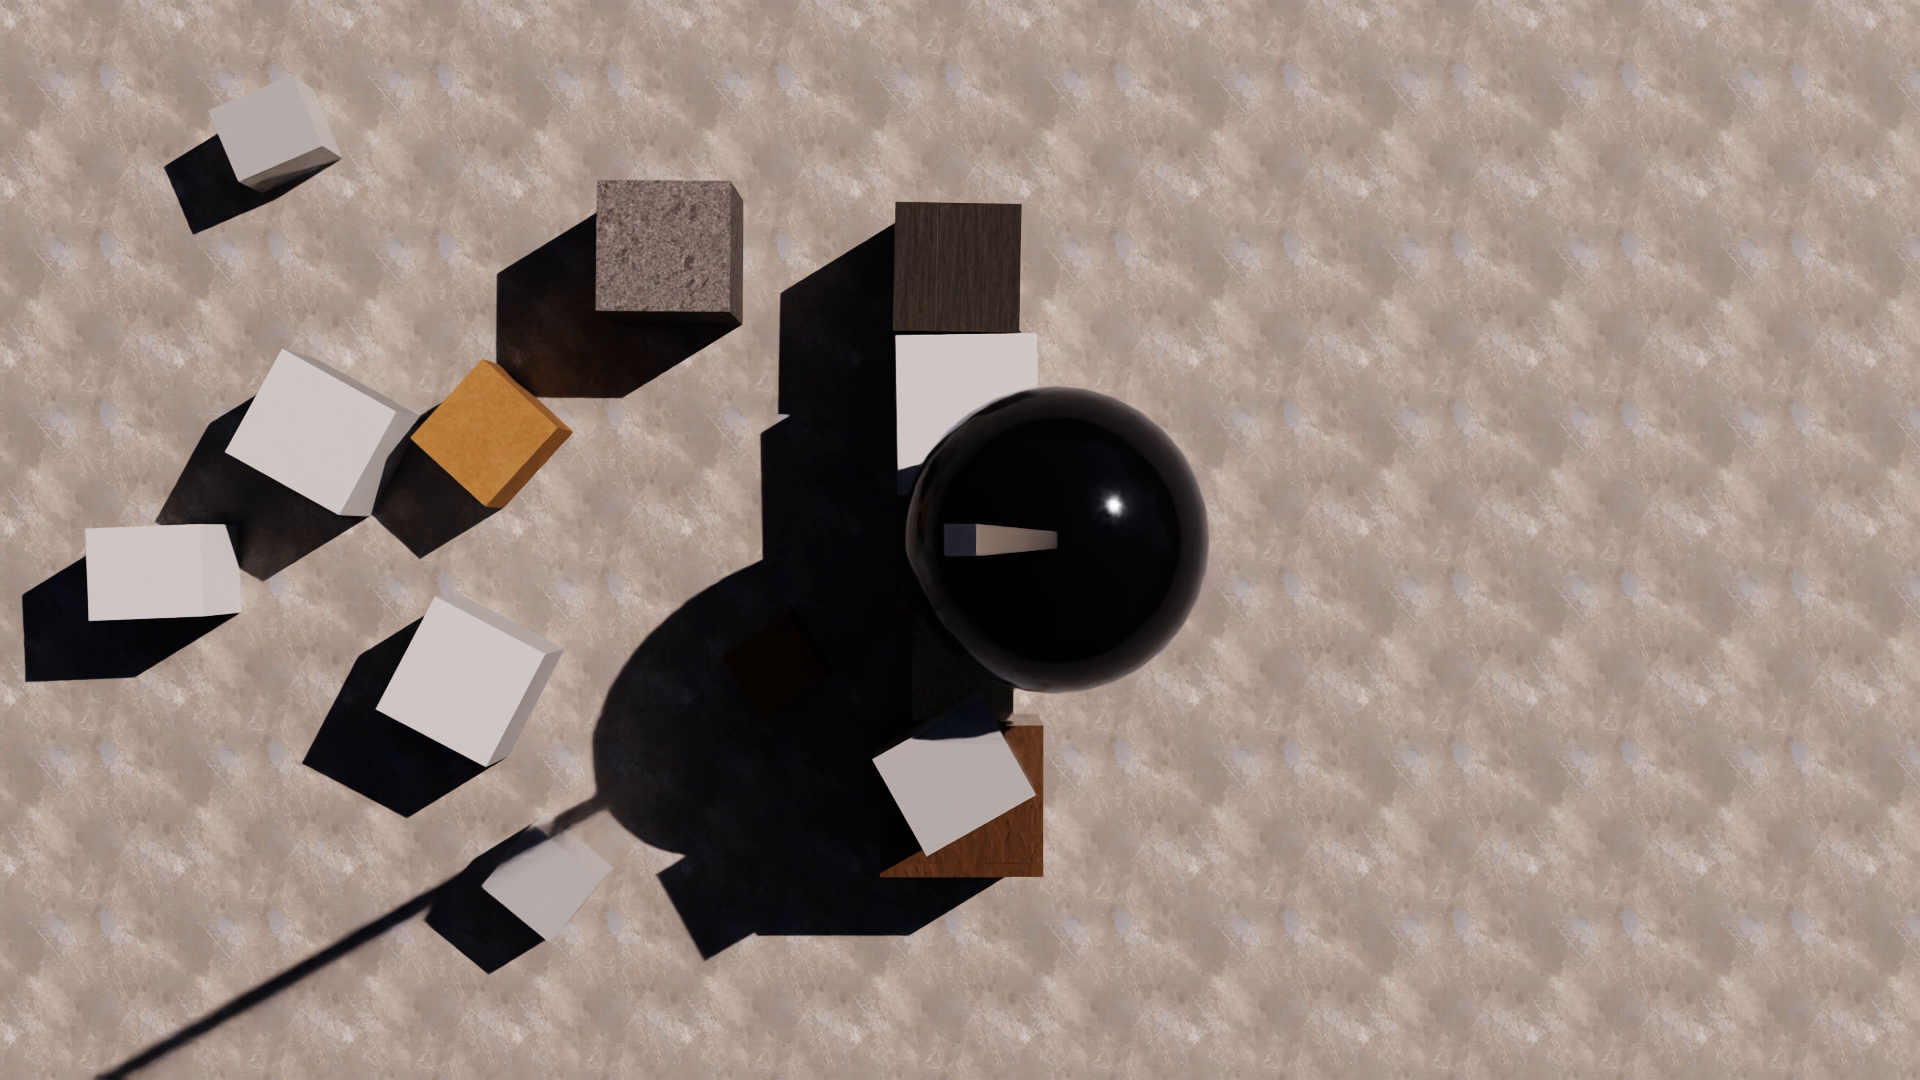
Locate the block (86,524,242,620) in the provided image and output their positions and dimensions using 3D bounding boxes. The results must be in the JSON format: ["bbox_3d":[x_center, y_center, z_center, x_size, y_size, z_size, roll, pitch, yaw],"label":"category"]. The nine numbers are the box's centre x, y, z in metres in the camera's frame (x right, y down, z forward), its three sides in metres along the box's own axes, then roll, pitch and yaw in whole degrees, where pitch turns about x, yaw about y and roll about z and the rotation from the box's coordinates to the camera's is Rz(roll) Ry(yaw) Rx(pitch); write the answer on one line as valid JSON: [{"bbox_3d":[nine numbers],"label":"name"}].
[{"bbox_3d":[-4.581,0.183,12.675,0.645,0.649,0.518,-2,90,0],"label":"block"}]

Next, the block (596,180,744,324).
[{"bbox_3d":[-1.656,-1.642,12.634,0.748,0.732,0.731,0,90,0],"label":"block"}]

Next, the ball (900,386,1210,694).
[{"bbox_3d":[0.493,0.000,11.409,1.600,1.600,1.600,0,90,0],"label":"ball"}]

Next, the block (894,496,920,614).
[{"bbox_3d":[-0.023,0.085,12.627,0.684,0.747,0.660,0,90,0],"label":"block"}]

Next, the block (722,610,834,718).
[{"bbox_3d":[-1.050,0.714,12.734,0.450,0.531,0.429,-33,90,0],"label":"block"}]

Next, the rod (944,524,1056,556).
[{"bbox_3d":[0.213,0.000,8.021,0.080,5.200,0.080,0,90,5],"label":"rod"}]

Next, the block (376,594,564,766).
[{"bbox_3d":[-2.813,0.798,12.691,0.702,0.617,0.718,28,90,0],"label":"block"}]

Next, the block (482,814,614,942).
[{"bbox_3d":[-2.389,1.959,12.771,0.506,0.458,0.463,39,90,0],"label":"block"}]

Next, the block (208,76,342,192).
[{"bbox_3d":[-3.975,-2.356,12.792,0.523,0.417,0.441,-23,90,0],"label":"block"}]

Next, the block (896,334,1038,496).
[{"bbox_3d":[0.037,-0.697,12.578,0.783,0.835,0.882,-1,90,-1],"label":"block"}]

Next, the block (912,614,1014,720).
[{"bbox_3d":[0.017,0.720,12.704,0.571,0.593,0.601,0,90,0],"label":"block"}]

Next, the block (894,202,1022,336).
[{"bbox_3d":[-0.015,-1.524,12.639,0.706,0.721,0.720,1,90,0],"label":"block"}]

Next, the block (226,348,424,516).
[{"bbox_3d":[-3.647,-0.607,12.675,0.732,0.650,0.664,29,90,0],"label":"block"}]

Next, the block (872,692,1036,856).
[{"bbox_3d":[-0.031,1.255,11.923,0.663,0.584,0.589,-29,90,0],"label":"block"}]

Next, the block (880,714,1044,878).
[{"bbox_3d":[0.010,1.452,12.608,0.906,0.785,0.843,0,90,0],"label":"block"}]

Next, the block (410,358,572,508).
[{"bbox_3d":[-2.704,-0.610,12.745,0.579,0.511,0.609,42,90,0],"label":"block"}]
